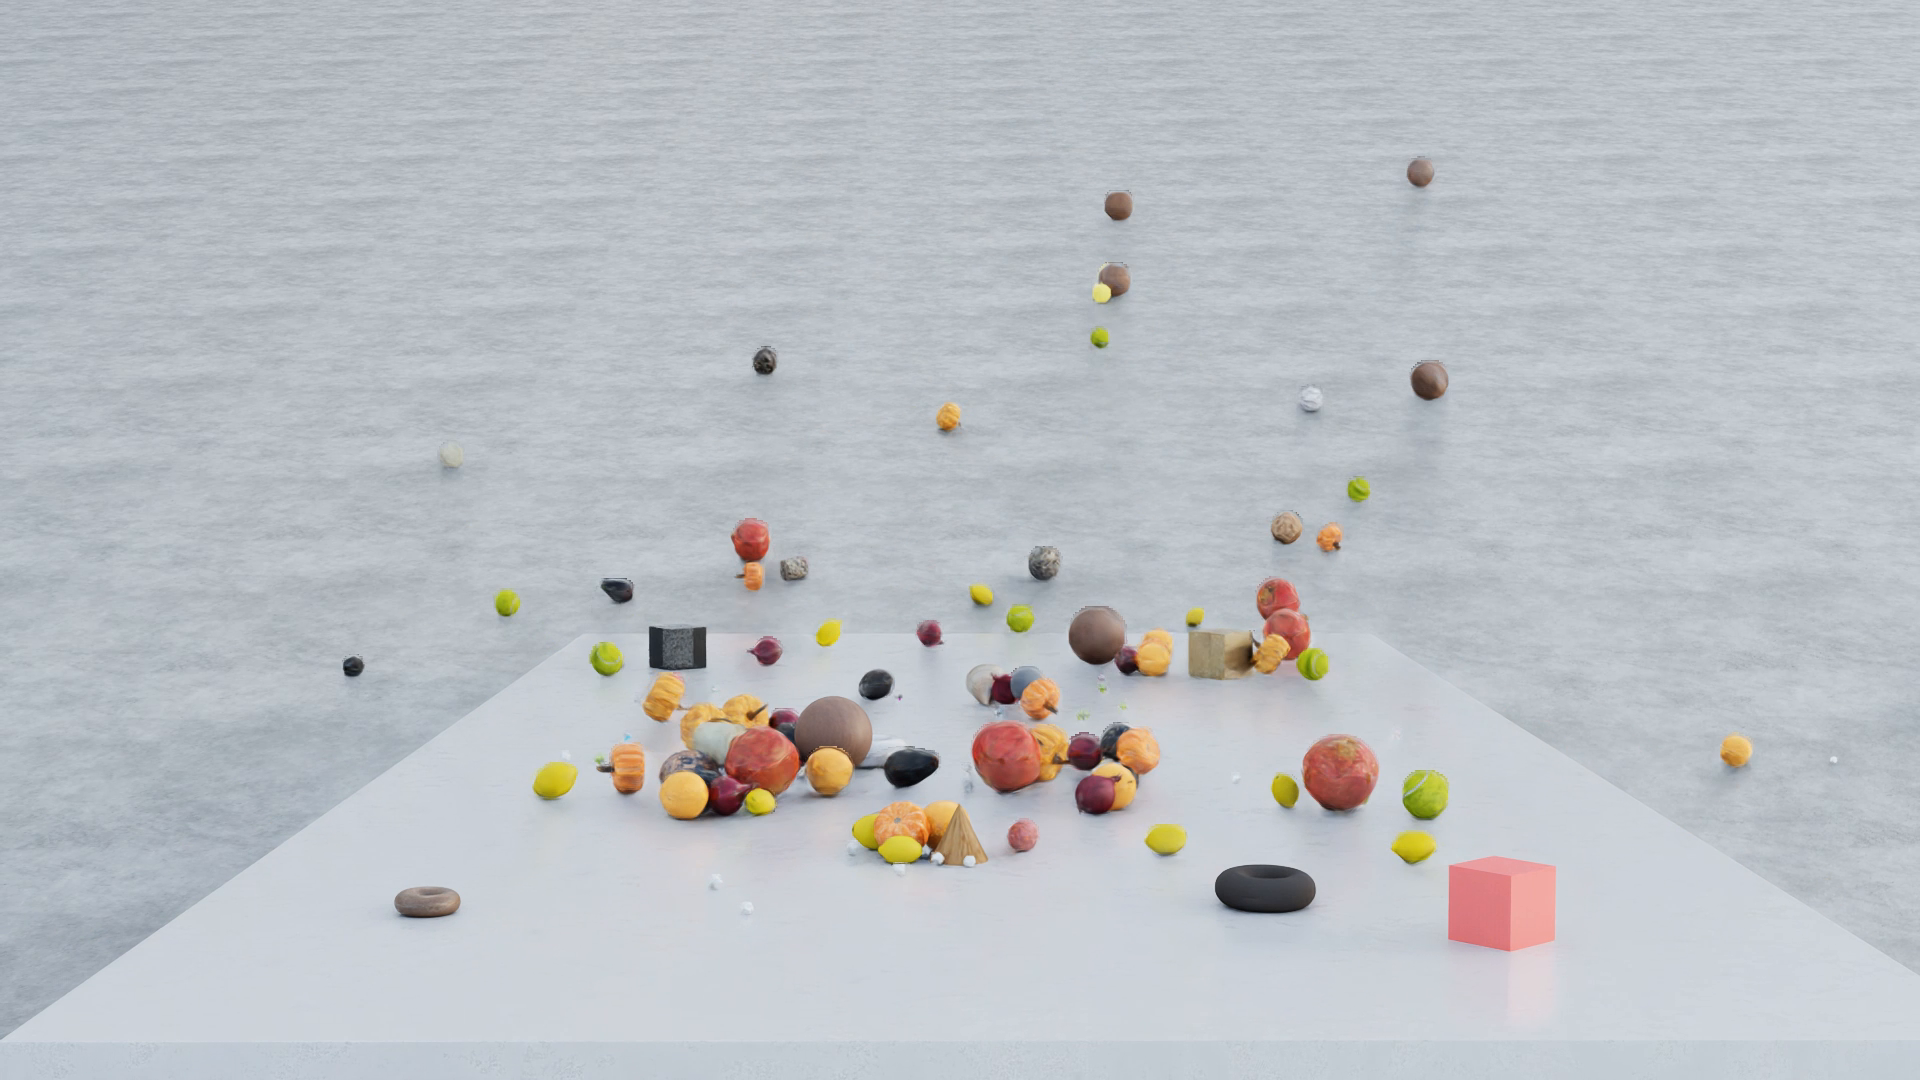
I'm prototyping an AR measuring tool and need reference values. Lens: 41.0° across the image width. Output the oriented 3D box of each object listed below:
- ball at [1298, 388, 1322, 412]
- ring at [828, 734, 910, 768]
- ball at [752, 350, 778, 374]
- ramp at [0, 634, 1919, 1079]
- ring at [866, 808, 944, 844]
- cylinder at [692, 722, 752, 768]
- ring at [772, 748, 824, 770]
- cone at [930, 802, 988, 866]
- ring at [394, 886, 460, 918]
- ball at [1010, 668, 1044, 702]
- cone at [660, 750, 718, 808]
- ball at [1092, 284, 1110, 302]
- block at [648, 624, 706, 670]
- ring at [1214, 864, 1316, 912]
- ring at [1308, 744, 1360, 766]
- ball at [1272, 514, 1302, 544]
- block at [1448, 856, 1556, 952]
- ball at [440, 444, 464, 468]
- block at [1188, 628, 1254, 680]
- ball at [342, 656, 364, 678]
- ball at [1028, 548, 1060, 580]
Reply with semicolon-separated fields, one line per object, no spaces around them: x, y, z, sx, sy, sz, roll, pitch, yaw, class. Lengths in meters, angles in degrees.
1.187;-0.477;8.690;0.083;0.083;0.083;0;20;0;ball
-0.153;0.356;4.336;0.137;0.046;0.137;-2;4;0;ring
-0.692;-0.633;9.119;0.089;0.089;0.089;0;20;0;ball
0.046;0.416;4.535;2.000;0.100;4.000;0;4;0;ramp
-0.078;0.406;3.636;0.113;0.038;0.113;1;3;0;ring
-0.401;0.344;4.317;0.072;0.072;0.072;2;18;28;cylinder
-0.271;0.367;4.292;0.088;0.029;0.088;1;3;0;ring
-0.001;0.395;3.479;0.079;0.079;0.079;0;4;0;cone
-0.652;0.443;3.143;0.080;0.027;0.080;1;4;0;ring
0.132;0.285;5.039;0.068;0.068;0.068;0;20;0;ball
-0.412;0.385;3.933;0.091;0.091;0.091;-3;31;-9;cone
0.555;-0.971;10.084;0.075;0.075;0.075;0;20;0;ball
-0.635;0.241;5.769;0.092;0.092;0.092;-3;5;-40;block
0.379;0.432;3.186;0.125;0.042;0.125;1;5;0;ring
0.634;0.363;4.350;0.087;0.029;0.087;-1;3;0;ring
0.947;-0.033;7.439;0.090;0.090;0.090;0;20;0;ball
0.630;0.422;2.985;0.087;0.087;0.087;-3;5;-42;block
-1.608;-0.269;8.117;0.076;0.076;0.076;0;20;0;ball
0.569;0.248;5.598;0.099;0.099;0.099;4;5;44;block
-1.536;0.322;6.501;0.052;0.052;0.052;0;20;0;ball
0.235;0.067;7.157;0.091;0.091;0.091;0;20;0;ball
